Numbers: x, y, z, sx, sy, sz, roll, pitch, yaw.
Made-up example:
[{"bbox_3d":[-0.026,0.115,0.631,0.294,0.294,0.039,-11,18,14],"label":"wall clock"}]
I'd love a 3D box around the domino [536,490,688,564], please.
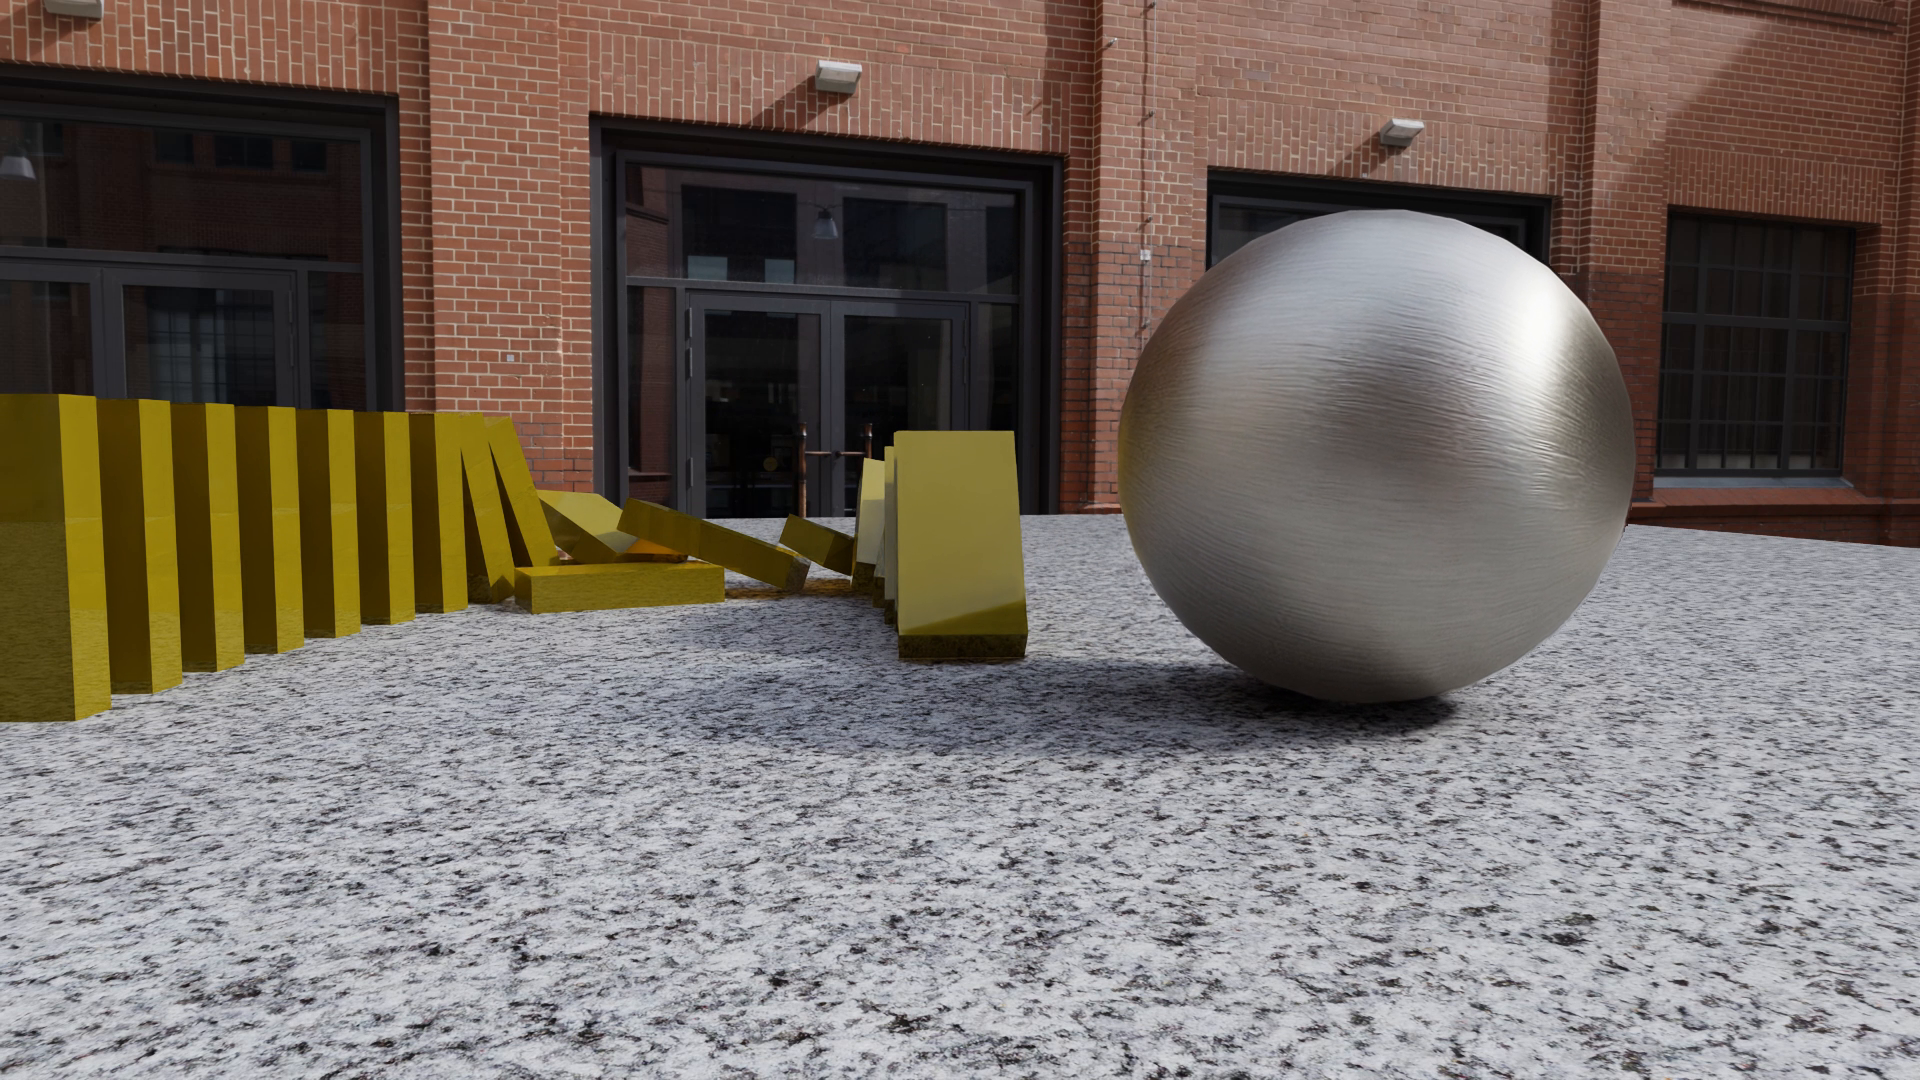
[{"bbox_3d":[-0.106,-0.001,0.381,0.050,0.010,0.025,28,16,37],"label":"domino"}]

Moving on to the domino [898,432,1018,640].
[{"bbox_3d":[-0.001,-0.002,0.289,0.025,0.050,0.010,0,-34,-3],"label":"domino"}]

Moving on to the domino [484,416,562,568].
[{"bbox_3d":[-0.129,-0.009,0.356,0.025,0.050,0.009,2,27,29],"label":"domino"}]

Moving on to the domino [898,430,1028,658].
[{"bbox_3d":[0.000,0.000,0.265,0.025,0.050,0.009,0,-34,-3],"label":"domino"}]

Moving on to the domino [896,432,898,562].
[{"bbox_3d":[-0.001,-0.001,0.277,0.025,0.050,0.009,0,-34,-3],"label":"domino"}]

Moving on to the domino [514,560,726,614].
[{"bbox_3d":[-0.091,0.012,0.344,0.050,0.009,0.025,-2,5,-28],"label":"domino"}]

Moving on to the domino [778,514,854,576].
[{"bbox_3d":[-0.034,0.004,0.379,0.025,0.009,0.050,21,0,-23],"label":"domino"}]

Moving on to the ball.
[{"bbox_3d":[0.066,-0.013,0.211,0.080,0.080,0.080,0,4,0],"label":"ball"}]

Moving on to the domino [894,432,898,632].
[{"bbox_3d":[-0.003,-0.003,0.301,0.025,0.050,0.010,0,-34,-3],"label":"domino"}]

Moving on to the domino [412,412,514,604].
[{"bbox_3d":[-0.135,-0.009,0.343,0.025,0.050,0.009,2,18,25],"label":"domino"}]

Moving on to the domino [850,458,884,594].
[{"bbox_3d":[-0.016,-0.003,0.355,0.025,0.010,0.050,10,35,-8],"label":"domino"}]

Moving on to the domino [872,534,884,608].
[{"bbox_3d":[-0.007,0.000,0.335,0.025,0.009,0.050,5,35,2],"label":"domino"}]

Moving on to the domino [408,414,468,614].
[{"bbox_3d":[-0.140,-0.007,0.327,0.025,0.050,0.010,1,6,16],"label":"domino"}]

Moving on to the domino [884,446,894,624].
[{"bbox_3d":[-0.006,-0.002,0.316,0.025,0.010,0.050,0,49,-3],"label":"domino"}]

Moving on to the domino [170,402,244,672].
[{"bbox_3d":[-0.151,-0.001,0.242,0.025,0.050,0.009,0,4,-1],"label":"domino"}]

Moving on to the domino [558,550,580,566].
[{"bbox_3d":[-0.129,0.009,0.388,0.050,0.009,0.025,2,5,26],"label":"domino"}]

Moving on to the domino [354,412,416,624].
[{"bbox_3d":[-0.145,-0.005,0.307,0.025,0.050,0.010,1,4,11],"label":"domino"}]

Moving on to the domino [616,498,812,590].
[{"bbox_3d":[-0.069,0.001,0.366,0.050,0.009,0.025,19,-1,6],"label":"domino"}]

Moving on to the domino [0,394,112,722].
[{"bbox_3d":[-0.149,0.003,0.199,0.025,0.050,0.010,0,4,-4],"label":"domino"}]

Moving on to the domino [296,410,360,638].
[{"bbox_3d":[-0.149,-0.004,0.285,0.025,0.050,0.010,1,4,7],"label":"domino"}]

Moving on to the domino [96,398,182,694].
[{"bbox_3d":[-0.150,0.001,0.221,0.025,0.050,0.010,0,4,-4],"label":"domino"}]

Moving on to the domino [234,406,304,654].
[{"bbox_3d":[-0.151,-0.002,0.264,0.025,0.050,0.010,0,4,3],"label":"domino"}]
